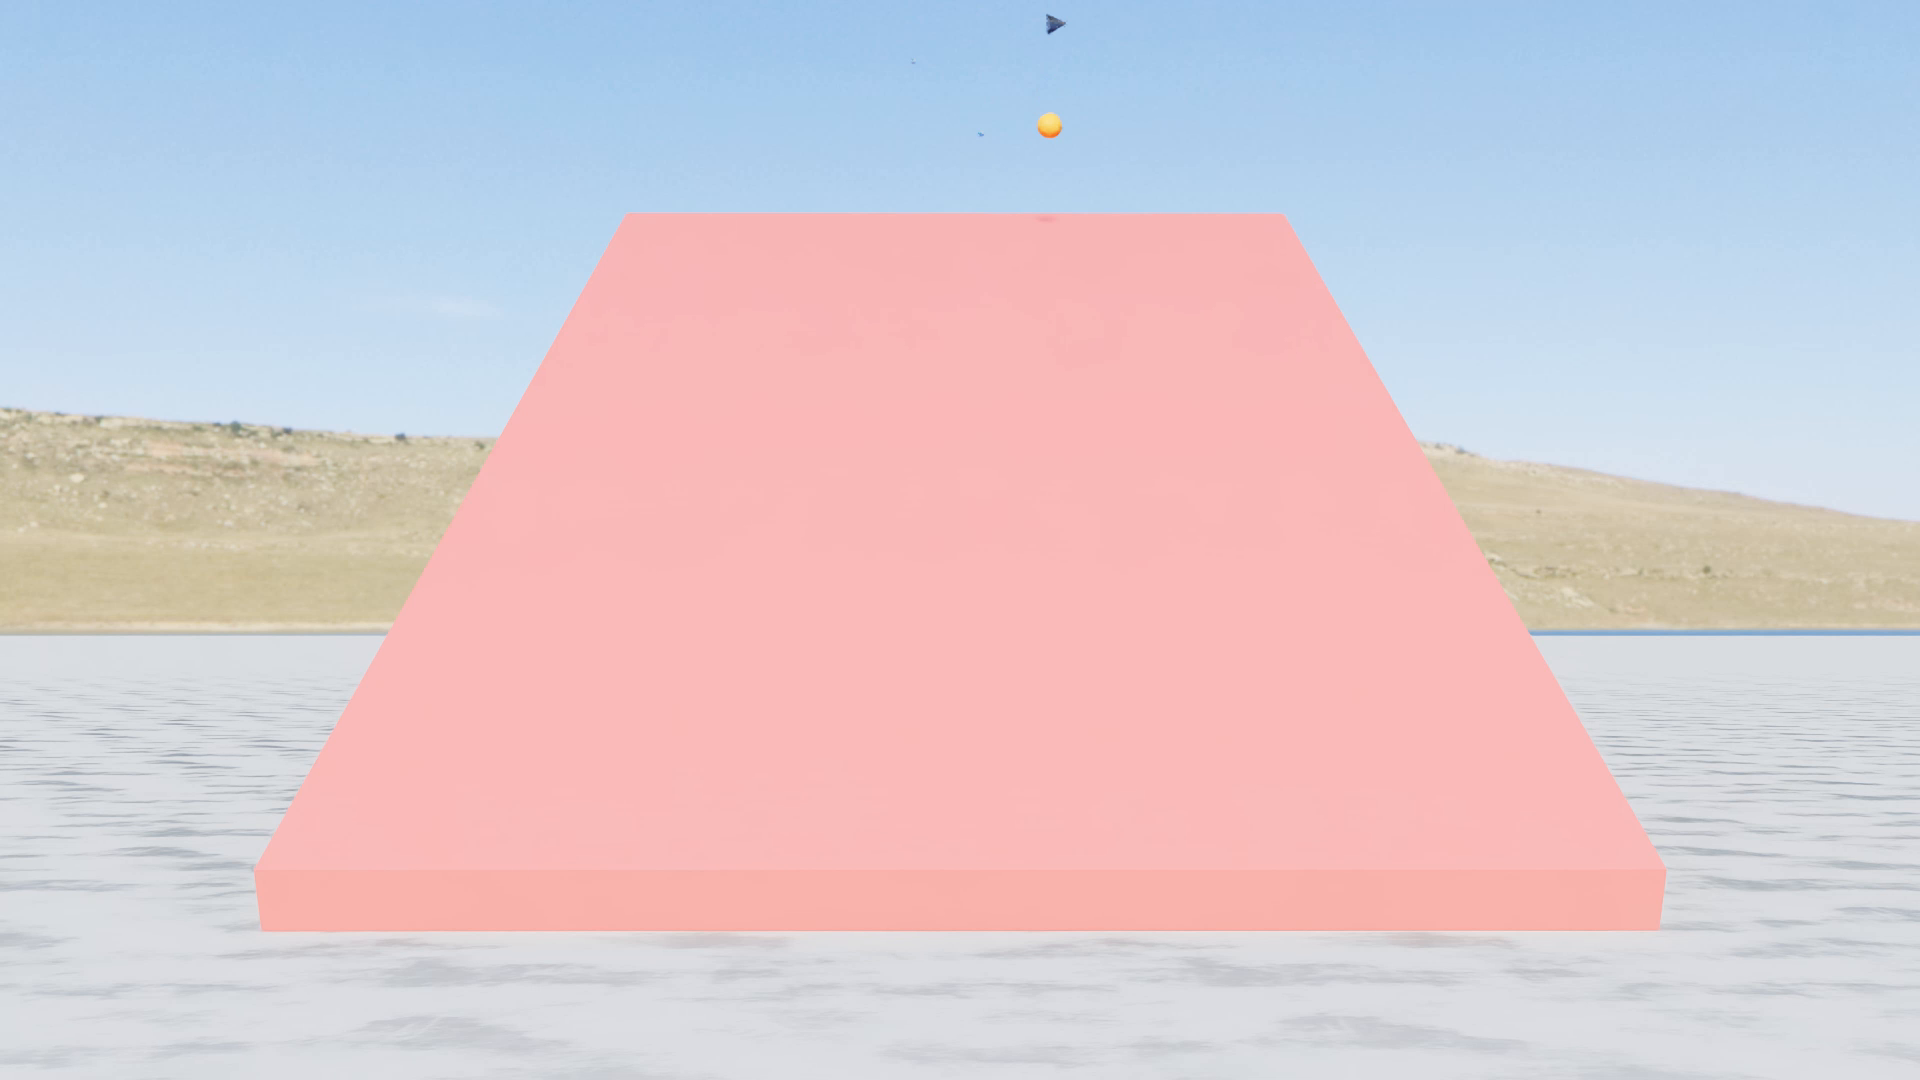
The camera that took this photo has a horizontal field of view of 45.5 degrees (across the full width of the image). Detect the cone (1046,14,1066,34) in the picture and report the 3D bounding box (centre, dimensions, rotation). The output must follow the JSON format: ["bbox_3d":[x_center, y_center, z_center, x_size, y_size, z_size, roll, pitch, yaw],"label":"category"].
[{"bbox_3d":[0.288,-1.525,6.759,0.059,0.059,0.059,-5,-1,-8],"label":"cone"}]

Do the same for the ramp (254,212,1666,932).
[{"bbox_3d":[-0.006,-0.218,5.118,2.000,0.100,4.000,0,21,0],"label":"ramp"}]
